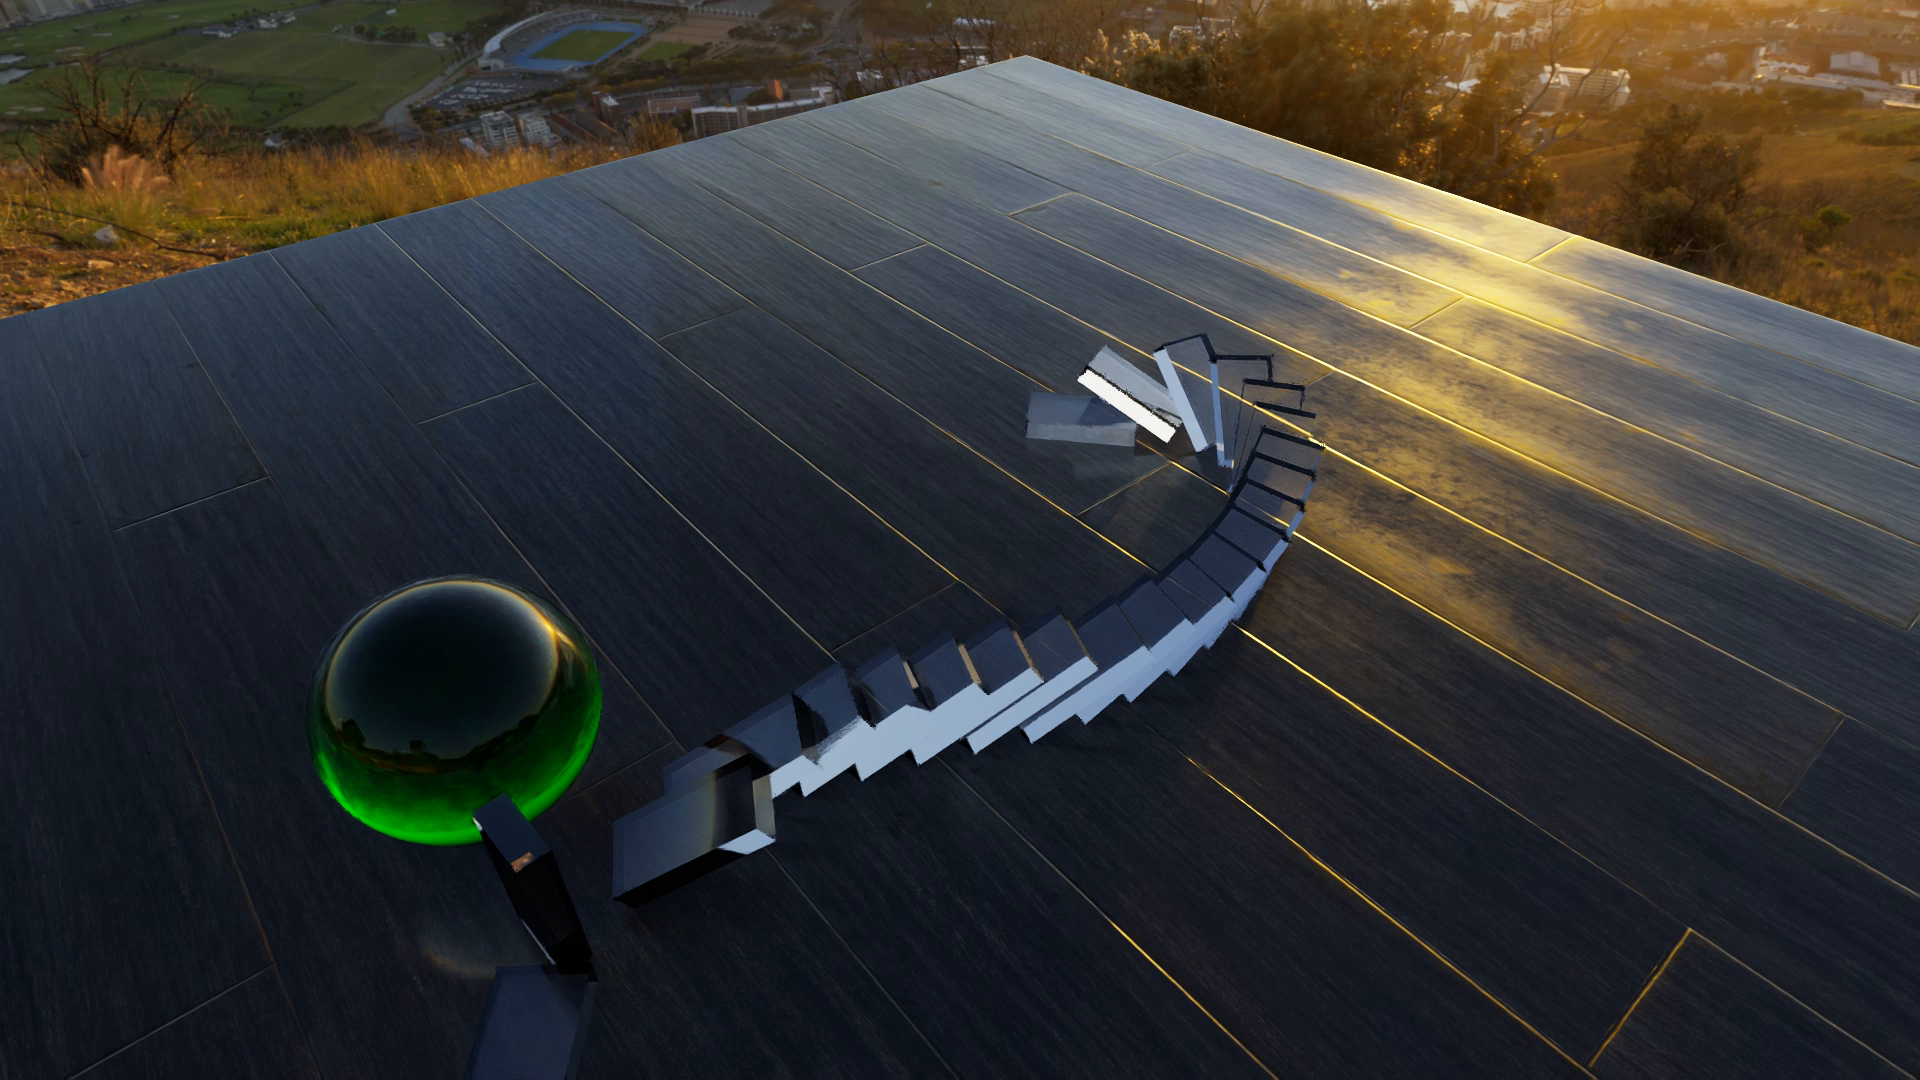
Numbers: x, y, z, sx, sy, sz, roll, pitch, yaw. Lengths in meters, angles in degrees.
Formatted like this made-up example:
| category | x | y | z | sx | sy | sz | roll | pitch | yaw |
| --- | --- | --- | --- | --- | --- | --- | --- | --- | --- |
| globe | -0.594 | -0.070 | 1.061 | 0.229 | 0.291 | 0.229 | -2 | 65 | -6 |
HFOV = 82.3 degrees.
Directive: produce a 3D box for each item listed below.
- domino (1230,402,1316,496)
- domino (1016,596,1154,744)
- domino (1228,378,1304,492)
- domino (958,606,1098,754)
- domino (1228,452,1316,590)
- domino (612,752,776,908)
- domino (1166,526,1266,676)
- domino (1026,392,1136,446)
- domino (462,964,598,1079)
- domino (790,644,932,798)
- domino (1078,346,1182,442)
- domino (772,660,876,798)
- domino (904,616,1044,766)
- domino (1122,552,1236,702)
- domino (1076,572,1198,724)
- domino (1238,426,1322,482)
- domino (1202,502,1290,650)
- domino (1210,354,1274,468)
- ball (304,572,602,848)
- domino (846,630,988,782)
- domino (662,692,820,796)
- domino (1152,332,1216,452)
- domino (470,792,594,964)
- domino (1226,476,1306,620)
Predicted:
| category | x | y | z | sx | sy | sz | roll | pitch | yaw |
| --- | --- | --- | --- | --- | --- | --- | --- | --- | --- |
| domino | 0.131 | -0.032 | 0.461 | 0.025 | 0.010 | 0.050 | 15 | 75 | 16 |
| domino | 0.037 | 0.043 | 0.370 | 0.050 | 0.010 | 0.025 | -36 | 44 | 7 |
| domino | 0.132 | -0.044 | 0.476 | 0.025 | 0.010 | 0.050 | 9 | 74 | 9 |
| domino | 0.019 | 0.047 | 0.367 | 0.050 | 0.009 | 0.025 | -35 | 42 | 7 |
| domino | 0.117 | -0.008 | 0.433 | 0.025 | 0.009 | 0.050 | 24 | 77 | 26 |
| domino | -0.078 | 0.084 | 0.320 | 0.050 | 0.010 | 0.025 | -28 | 46 | 13 |
| domino | 0.084 | 0.022 | 0.397 | 0.050 | 0.010 | 0.025 | -47 | 52 | -4 |
| domino | 0.057 | -0.057 | 0.513 | 0.050 | 0.010 | 0.025 | 6 | 40 | 7 |
| domino | -0.111 | 0.134 | 0.280 | 0.025 | 0.010 | 0.050 | -1 | 39 | -2 |
| domino | -0.036 | 0.058 | 0.354 | 0.050 | 0.009 | 0.025 | -35 | 42 | 6 |
| domino | 0.081 | -0.068 | 0.509 | 0.050 | 0.010 | 0.025 | 36 | 40 | 5 |
| domino | -0.053 | 0.062 | 0.348 | 0.050 | 0.009 | 0.025 | -34 | 42 | 6 |
| domino | 0.000 | 0.050 | 0.363 | 0.050 | 0.009 | 0.025 | -35 | 42 | 7 |
| domino | 0.069 | 0.030 | 0.387 | 0.050 | 0.010 | 0.025 | -43 | 49 | 0 |
| domino | 0.054 | 0.037 | 0.378 | 0.050 | 0.010 | 0.025 | -41 | 47 | 2 |
| domino | 0.126 | -0.019 | 0.446 | 0.025 | 0.010 | 0.050 | 21 | 77 | 24 |
| domino | 0.096 | 0.013 | 0.408 | 0.025 | 0.010 | 0.050 | 34 | 82 | 35 |
| domino | 0.127 | -0.058 | 0.492 | 0.025 | 0.010 | 0.050 | 0 | 75 | -4 |
| ball | -0.148 | 0.050 | 0.327 | 0.080 | 0.080 | 0.080 | 0 | 39 | 0 |
| domino | -0.018 | 0.054 | 0.359 | 0.050 | 0.009 | 0.025 | -35 | 42 | 6 |
| domino | -0.068 | 0.070 | 0.338 | 0.050 | 0.010 | 0.025 | -31 | 43 | 10 |
| domino | 0.110 | -0.068 | 0.502 | 0.025 | 0.010 | 0.050 | -19 | 83 | -24 |
| domino | -0.115 | 0.094 | 0.297 | 0.010 | 0.050 | 0.025 | -32 | 49 | -33 |
| domino | 0.108 | 0.003 | 0.420 | 0.025 | 0.009 | 0.050 | 29 | 79 | 31 |
